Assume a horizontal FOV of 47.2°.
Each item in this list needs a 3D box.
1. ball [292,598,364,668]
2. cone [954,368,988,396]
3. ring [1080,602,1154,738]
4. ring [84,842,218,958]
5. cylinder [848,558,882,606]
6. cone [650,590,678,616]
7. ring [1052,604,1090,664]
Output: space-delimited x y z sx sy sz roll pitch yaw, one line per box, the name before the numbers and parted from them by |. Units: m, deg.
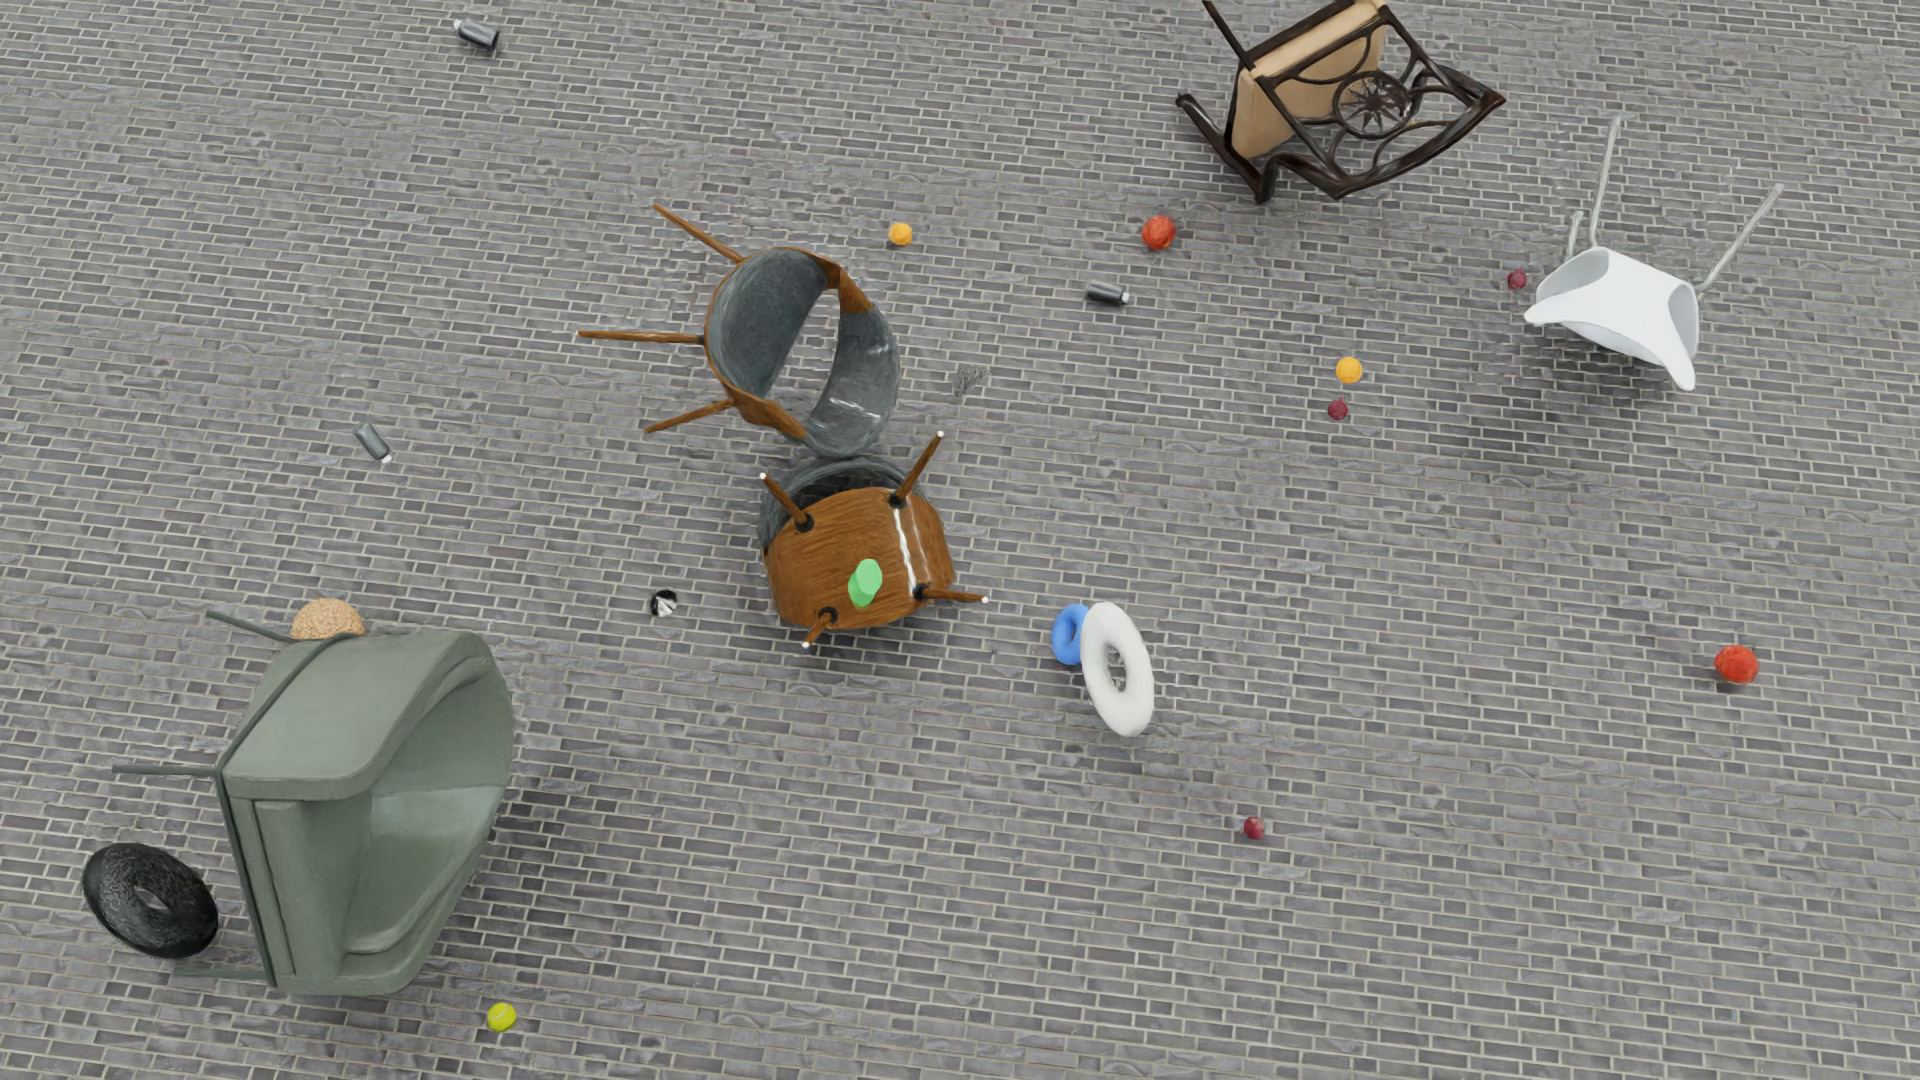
ball | -1.804 0.265 6.276 0.200 0.200 0.200 0 56 0
cone | 0.046 -0.501 6.742 0.122 0.117 0.046 -23 61 -35
ring | 0.433 0.357 6.064 0.194 0.097 0.383 -17 84 29
ring | -2.119 0.944 5.763 0.383 0.109 0.317 39 22 -21
cylinder | -0.266 0.118 6.162 0.076 0.069 0.116 13 57 -17
cone | -0.884 0.169 6.438 0.085 0.084 0.082 -21 31 -25
ring | 0.326 0.271 6.306 0.056 0.173 0.188 20 33 -29
